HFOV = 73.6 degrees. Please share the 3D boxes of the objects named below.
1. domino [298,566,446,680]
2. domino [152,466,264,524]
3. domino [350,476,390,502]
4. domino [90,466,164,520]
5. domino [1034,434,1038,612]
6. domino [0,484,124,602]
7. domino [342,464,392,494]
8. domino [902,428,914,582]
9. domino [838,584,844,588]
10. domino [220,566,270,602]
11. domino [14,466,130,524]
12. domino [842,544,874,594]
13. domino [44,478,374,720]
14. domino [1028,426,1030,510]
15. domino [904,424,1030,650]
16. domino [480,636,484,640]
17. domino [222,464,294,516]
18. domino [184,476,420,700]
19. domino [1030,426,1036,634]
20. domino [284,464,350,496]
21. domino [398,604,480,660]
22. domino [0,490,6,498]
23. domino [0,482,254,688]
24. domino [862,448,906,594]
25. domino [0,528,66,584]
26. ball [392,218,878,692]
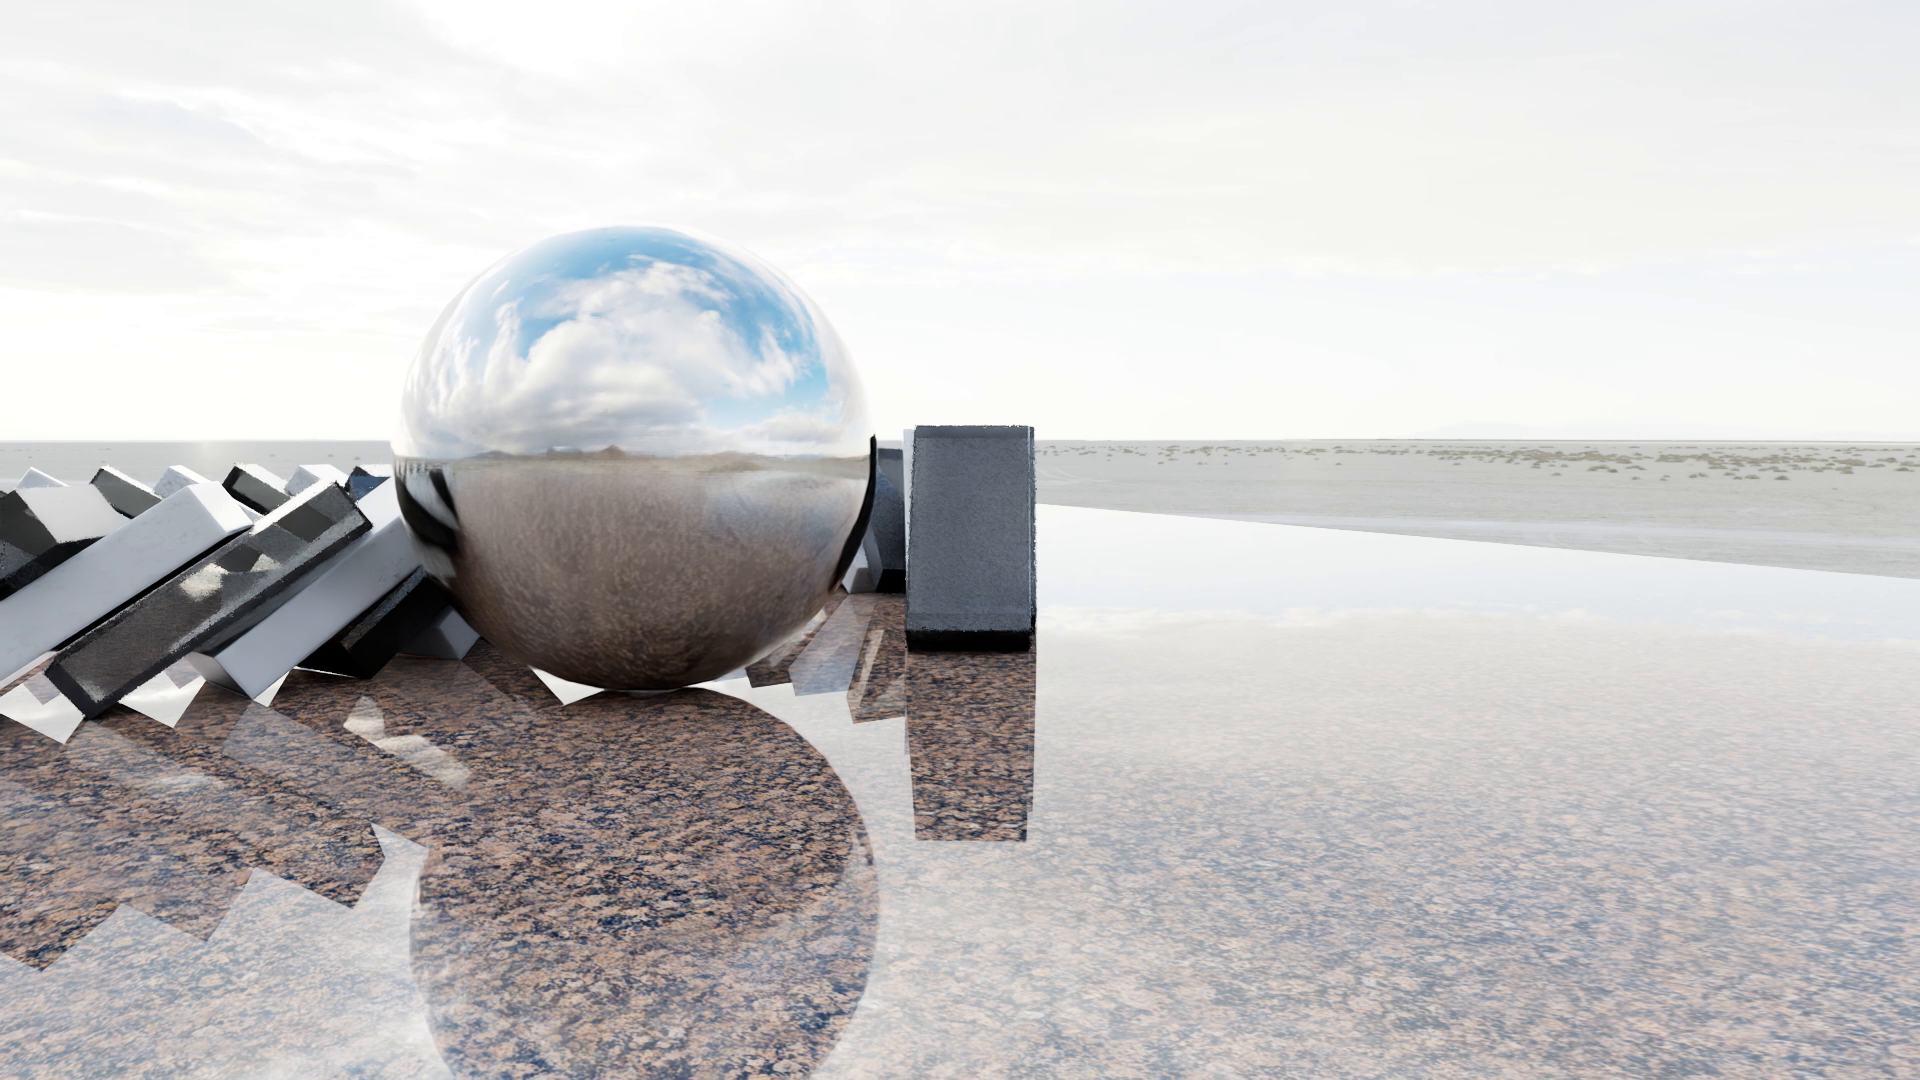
[{"bbox_3d":[-0.108,0.005,0.251,0.025,0.010,0.050,3,42,32],"label":"domino"},{"bbox_3d":[-0.236,-0.007,0.422,0.050,0.009,0.025,34,-10,-22],"label":"domino"},{"bbox_3d":[-0.138,0.001,0.325,0.025,0.010,0.050,-3,36,-32],"label":"domino"},{"bbox_3d":[-0.252,-0.006,0.412,0.050,0.009,0.025,35,-13,-27],"label":"domino"},{"bbox_3d":[0.006,-0.004,0.307,0.025,0.050,0.009,0,-30,2],"label":"domino"},{"bbox_3d":[-0.157,0.010,0.195,0.050,0.010,0.025,-35,10,-7],"label":"domino"},{"bbox_3d":[-0.183,-0.008,0.442,0.050,0.009,0.025,33,3,-2],"label":"domino"},{"bbox_3d":[-0.003,-0.007,0.354,0.025,0.050,0.010,0,-30,-4],"label":"domino"},{"bbox_3d":[-0.045,-0.005,0.397,0.025,0.009,0.050,-4,38,-40],"label":"domino"},{"bbox_3d":[-0.166,0.013,0.333,0.050,0.010,0.025,3,5,34],"label":"domino"},{"bbox_3d":[-0.266,-0.005,0.399,0.050,0.009,0.025,37,-17,-32],"label":"domino"},{"bbox_3d":[-0.031,-0.004,0.384,0.025,0.010,0.050,-3,39,-32],"label":"domino"},{"bbox_3d":[-0.125,0.008,0.216,0.050,0.009,0.025,-40,22,-21],"label":"domino"},{"bbox_3d":[0.003,-0.002,0.284,0.025,0.050,0.010,0,-30,2],"label":"domino"},{"bbox_3d":[0.002,-0.001,0.273,0.025,0.050,0.009,0,-30,2],"label":"domino"},{"bbox_3d":[-0.110,0.003,0.295,0.025,0.009,0.050,6,34,-3],"label":"domino"},{"bbox_3d":[-0.219,-0.008,0.432,0.050,0.010,0.025,34,-5,-15],"label":"domino"},{"bbox_3d":[-0.114,0.007,0.233,0.025,0.009,0.050,4,41,44],"label":"domino"},{"bbox_3d":[0.005,-0.003,0.296,0.025,0.050,0.009,0,-30,2],"label":"domino"},{"bbox_3d":[-0.201,-0.008,0.439,0.050,0.010,0.025,33,1,-6],"label":"domino"},{"bbox_3d":[-0.103,0.003,0.270,0.025,0.009,0.050,4,43,20],"label":"domino"},{"bbox_3d":[-0.279,-0.004,0.385,0.025,0.009,0.050,4,-27,47],"label":"domino"},{"bbox_3d":[-0.140,0.009,0.204,0.050,0.009,0.025,-37,15,-14],"label":"domino"},{"bbox_3d":[-0.016,-0.006,0.372,0.025,0.009,0.050,2,45,-21],"label":"domino"},{"bbox_3d":[-0.289,-0.003,0.369,0.025,0.010,0.050,3,-29,39],"label":"domino"},{"bbox_3d":[-0.054,-0.014,0.221,0.080,0.080,0.080,0,4,0],"label":"ball"}]
